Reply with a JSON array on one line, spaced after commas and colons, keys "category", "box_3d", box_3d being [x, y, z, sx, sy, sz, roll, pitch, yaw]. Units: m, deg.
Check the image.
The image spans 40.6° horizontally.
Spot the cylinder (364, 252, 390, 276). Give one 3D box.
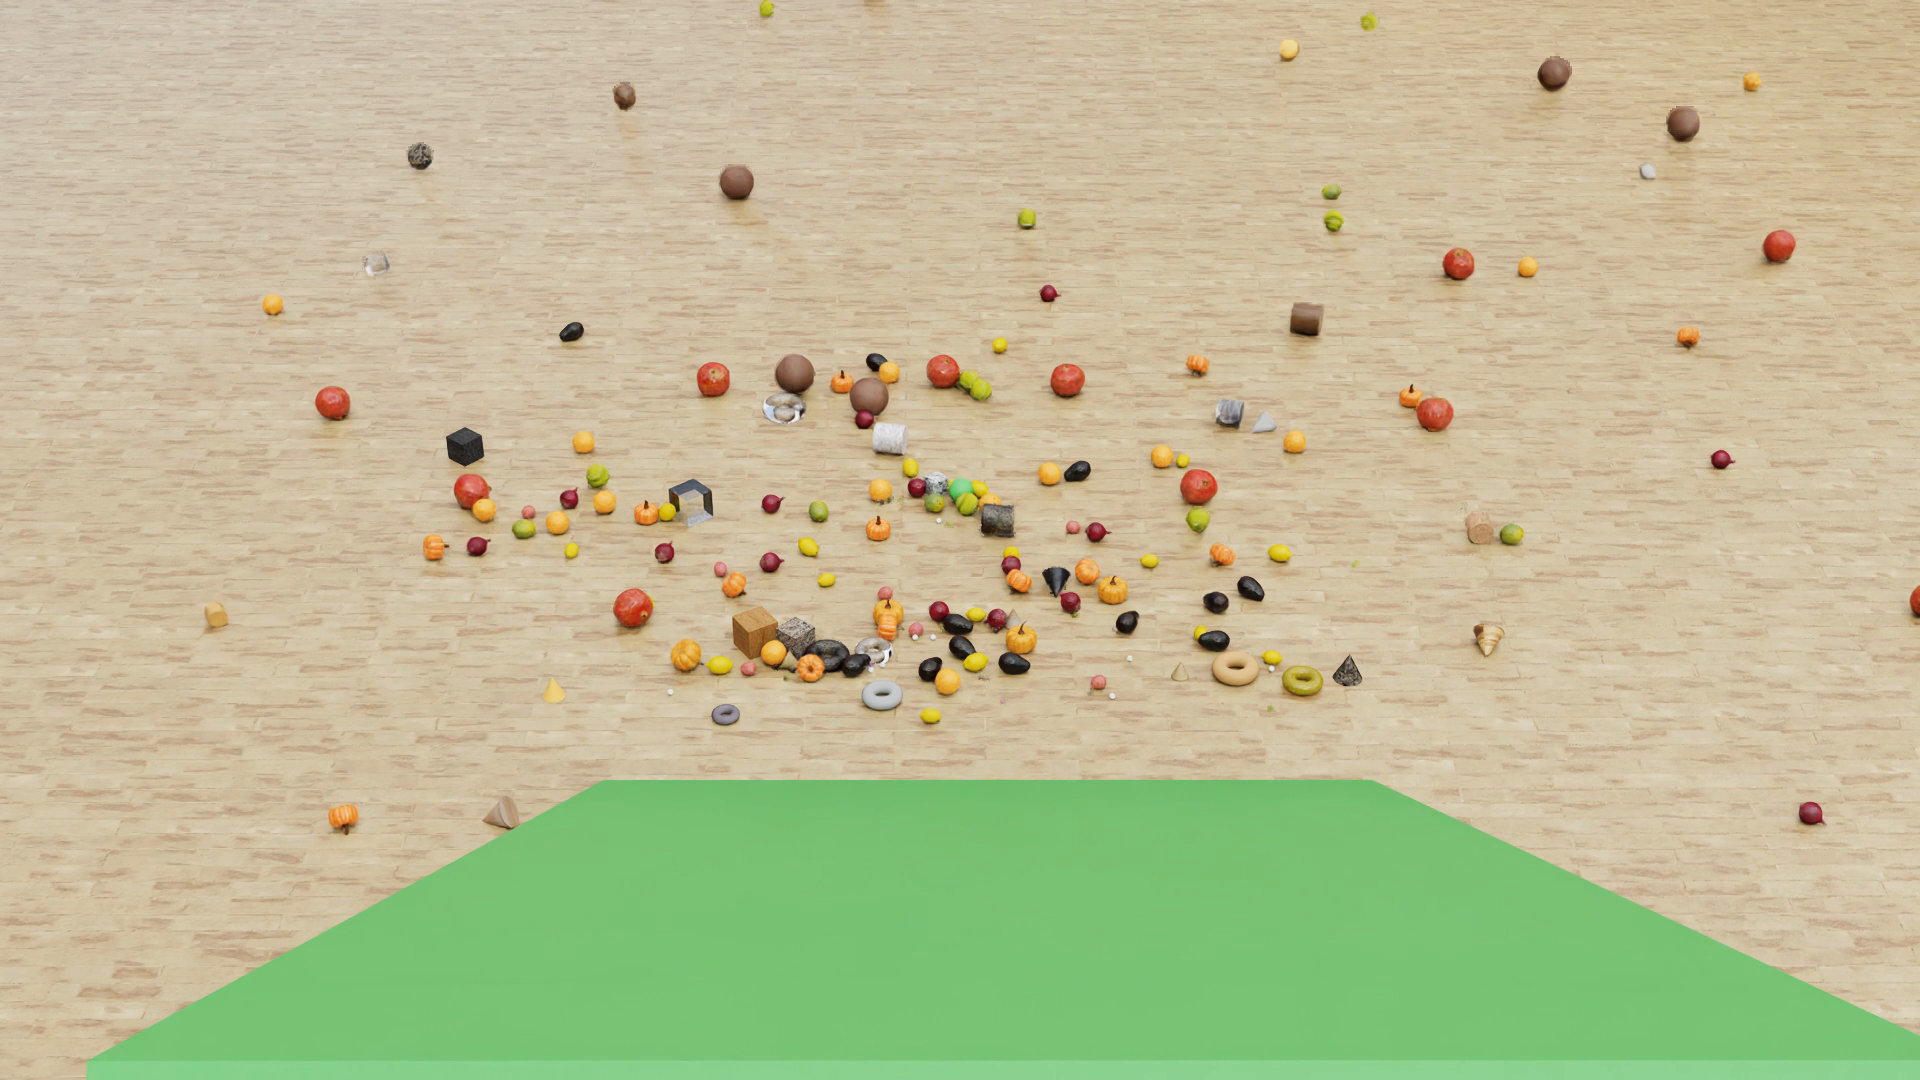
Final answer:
[{"category": "cylinder", "box_3d": [-2.103, -0.993, 9.343, 0.068, 0.068, 0.068, -20, 38, -28]}]

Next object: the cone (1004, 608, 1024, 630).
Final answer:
[{"category": "cone", "box_3d": [0.153, 0.220, 7.474, 0.058, 0.058, 0.058, 0, 33, 0]}]

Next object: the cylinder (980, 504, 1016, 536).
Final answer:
[{"category": "cylinder", "box_3d": [0.115, -0.062, 7.881, 0.091, 0.091, 0.091, 5, 33, 8]}]

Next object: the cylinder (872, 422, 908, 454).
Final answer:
[{"category": "cylinder", "box_3d": [-0.222, -0.325, 8.286, 0.094, 0.094, 0.094, 6, 33, 10]}]

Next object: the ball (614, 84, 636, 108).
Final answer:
[{"category": "ball", "box_3d": [-1.367, -1.811, 10.584, 0.096, 0.096, 0.096, 0, 33, 0]}]

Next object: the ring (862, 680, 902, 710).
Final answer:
[{"category": "ring", "box_3d": [-0.215, 0.429, 7.170, 0.115, 0.038, 0.115, -1, 34, 0]}]

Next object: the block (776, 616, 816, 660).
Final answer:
[{"category": "block", "box_3d": [-0.466, 0.281, 7.361, 0.079, 0.079, 0.079, 25, 41, 34]}]

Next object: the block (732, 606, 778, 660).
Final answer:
[{"category": "block", "box_3d": [-0.581, 0.264, 7.372, 0.096, 0.096, 0.096, -19, 38, -27]}]

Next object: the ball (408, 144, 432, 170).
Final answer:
[{"category": "ball", "box_3d": [-2.099, -1.490, 10.086, 0.096, 0.096, 0.096, 0, 33, 0]}]

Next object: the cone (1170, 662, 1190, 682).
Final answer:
[{"category": "cone", "box_3d": [0.617, 0.361, 7.262, 0.052, 0.052, 0.052, 0, 33, 0]}]

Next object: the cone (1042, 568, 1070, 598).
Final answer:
[{"category": "cone", "box_3d": [0.282, 0.137, 7.623, 0.083, 0.083, 0.083, 1, 59, 1]}]

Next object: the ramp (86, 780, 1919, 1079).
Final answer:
[{"category": "ramp", "box_3d": [0.073, 0.638, 4.749, 2.000, 0.100, 4.000, 0, -1, 0]}]

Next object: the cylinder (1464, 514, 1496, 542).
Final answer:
[{"category": "cylinder", "box_3d": [1.576, -0.038, 7.859, 0.075, 0.075, 0.075, -8, 12, -12]}]

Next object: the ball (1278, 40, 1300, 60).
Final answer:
[{"category": "ball", "box_3d": [1.397, -2.082, 11.012, 0.087, 0.087, 0.087, 0, 33, 0]}]

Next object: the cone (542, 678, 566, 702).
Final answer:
[{"category": "cone", "box_3d": [-1.127, 0.406, 7.183, 0.063, 0.063, 0.063, 0, 33, 0]}]

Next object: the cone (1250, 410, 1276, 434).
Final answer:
[{"category": "cone", "box_3d": [0.972, -0.369, 8.408, 0.078, 0.078, 0.078, -36, 41, -5]}]

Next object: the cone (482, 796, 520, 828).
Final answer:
[{"category": "cone", "box_3d": [-1.205, 0.716, 6.724, 0.087, 0.087, 0.087, -19, 28, 20]}]

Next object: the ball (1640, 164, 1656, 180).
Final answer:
[{"category": "ball", "box_3d": [2.654, -1.421, 10.013, 0.060, 0.060, 0.060, 0, 33, 0]}]

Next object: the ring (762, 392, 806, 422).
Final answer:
[{"category": "ring", "box_3d": [-0.575, -0.433, 8.495, 0.147, 0.049, 0.147, 1, 34, 0]}]

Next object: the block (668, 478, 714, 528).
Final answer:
[{"category": "block", "box_3d": [-0.826, -0.114, 7.958, 0.095, 0.095, 0.095, -25, 41, -33]}]

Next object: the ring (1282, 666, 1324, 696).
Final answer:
[{"category": "ring", "box_3d": [0.955, 0.392, 7.227, 0.117, 0.039, 0.117, 1, 33, -1]}]

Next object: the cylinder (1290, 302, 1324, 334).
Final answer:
[{"category": "cylinder", "box_3d": [1.198, -0.764, 8.959, 0.099, 0.099, 0.099, 9, 34, 14]}]

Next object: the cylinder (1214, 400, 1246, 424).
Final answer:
[{"category": "cylinder", "box_3d": [0.878, -0.414, 8.439, 0.077, 0.077, 0.077, 2, 30, 28]}]

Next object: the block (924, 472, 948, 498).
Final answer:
[{"category": "block", "box_3d": [-0.075, -0.172, 8.084, 0.055, 0.055, 0.055, -19, 37, -27]}]

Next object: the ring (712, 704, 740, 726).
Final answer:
[{"category": "ring", "box_3d": [-0.642, 0.478, 7.105, 0.078, 0.026, 0.078, 0, 34, 0]}]

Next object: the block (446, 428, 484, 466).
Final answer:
[{"category": "block", "box_3d": [-1.575, -0.297, 8.254, 0.080, 0.080, 0.080, 25, 40, 33]}]

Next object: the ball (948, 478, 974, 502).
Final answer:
[{"category": "ball", "box_3d": [0.004, -0.155, 8.037, 0.077, 0.077, 0.077, 0, 33, 0]}]

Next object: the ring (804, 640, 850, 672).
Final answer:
[{"category": "ring", "box_3d": [-0.376, 0.327, 7.323, 0.131, 0.044, 0.131, 1, 33, -1]}]

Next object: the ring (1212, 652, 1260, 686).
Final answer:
[{"category": "ring", "box_3d": [0.773, 0.360, 7.272, 0.134, 0.045, 0.134, -1, 34, 1]}]

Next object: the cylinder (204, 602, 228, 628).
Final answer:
[{"category": "cylinder", "box_3d": [-2.148, 0.216, 7.484, 0.055, 0.055, 0.055, -16, 36, -23]}]

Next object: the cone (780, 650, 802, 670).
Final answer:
[{"category": "cone", "box_3d": [-0.469, 0.349, 7.303, 0.060, 0.060, 0.060, 30, 35, -3]}]

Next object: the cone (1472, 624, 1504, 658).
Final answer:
[{"category": "cone", "box_3d": [1.498, 0.299, 7.369, 0.090, 0.090, 0.090, 7, 60, 11]}]

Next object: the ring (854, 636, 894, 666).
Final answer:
[{"category": "ring", "box_3d": [-0.244, 0.314, 7.348, 0.112, 0.037, 0.112, -1, 34, 1]}]

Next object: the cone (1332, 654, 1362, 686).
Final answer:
[{"category": "cone", "box_3d": [1.087, 0.352, 7.248, 0.083, 0.083, 0.083, 0, 33, 0]}]
